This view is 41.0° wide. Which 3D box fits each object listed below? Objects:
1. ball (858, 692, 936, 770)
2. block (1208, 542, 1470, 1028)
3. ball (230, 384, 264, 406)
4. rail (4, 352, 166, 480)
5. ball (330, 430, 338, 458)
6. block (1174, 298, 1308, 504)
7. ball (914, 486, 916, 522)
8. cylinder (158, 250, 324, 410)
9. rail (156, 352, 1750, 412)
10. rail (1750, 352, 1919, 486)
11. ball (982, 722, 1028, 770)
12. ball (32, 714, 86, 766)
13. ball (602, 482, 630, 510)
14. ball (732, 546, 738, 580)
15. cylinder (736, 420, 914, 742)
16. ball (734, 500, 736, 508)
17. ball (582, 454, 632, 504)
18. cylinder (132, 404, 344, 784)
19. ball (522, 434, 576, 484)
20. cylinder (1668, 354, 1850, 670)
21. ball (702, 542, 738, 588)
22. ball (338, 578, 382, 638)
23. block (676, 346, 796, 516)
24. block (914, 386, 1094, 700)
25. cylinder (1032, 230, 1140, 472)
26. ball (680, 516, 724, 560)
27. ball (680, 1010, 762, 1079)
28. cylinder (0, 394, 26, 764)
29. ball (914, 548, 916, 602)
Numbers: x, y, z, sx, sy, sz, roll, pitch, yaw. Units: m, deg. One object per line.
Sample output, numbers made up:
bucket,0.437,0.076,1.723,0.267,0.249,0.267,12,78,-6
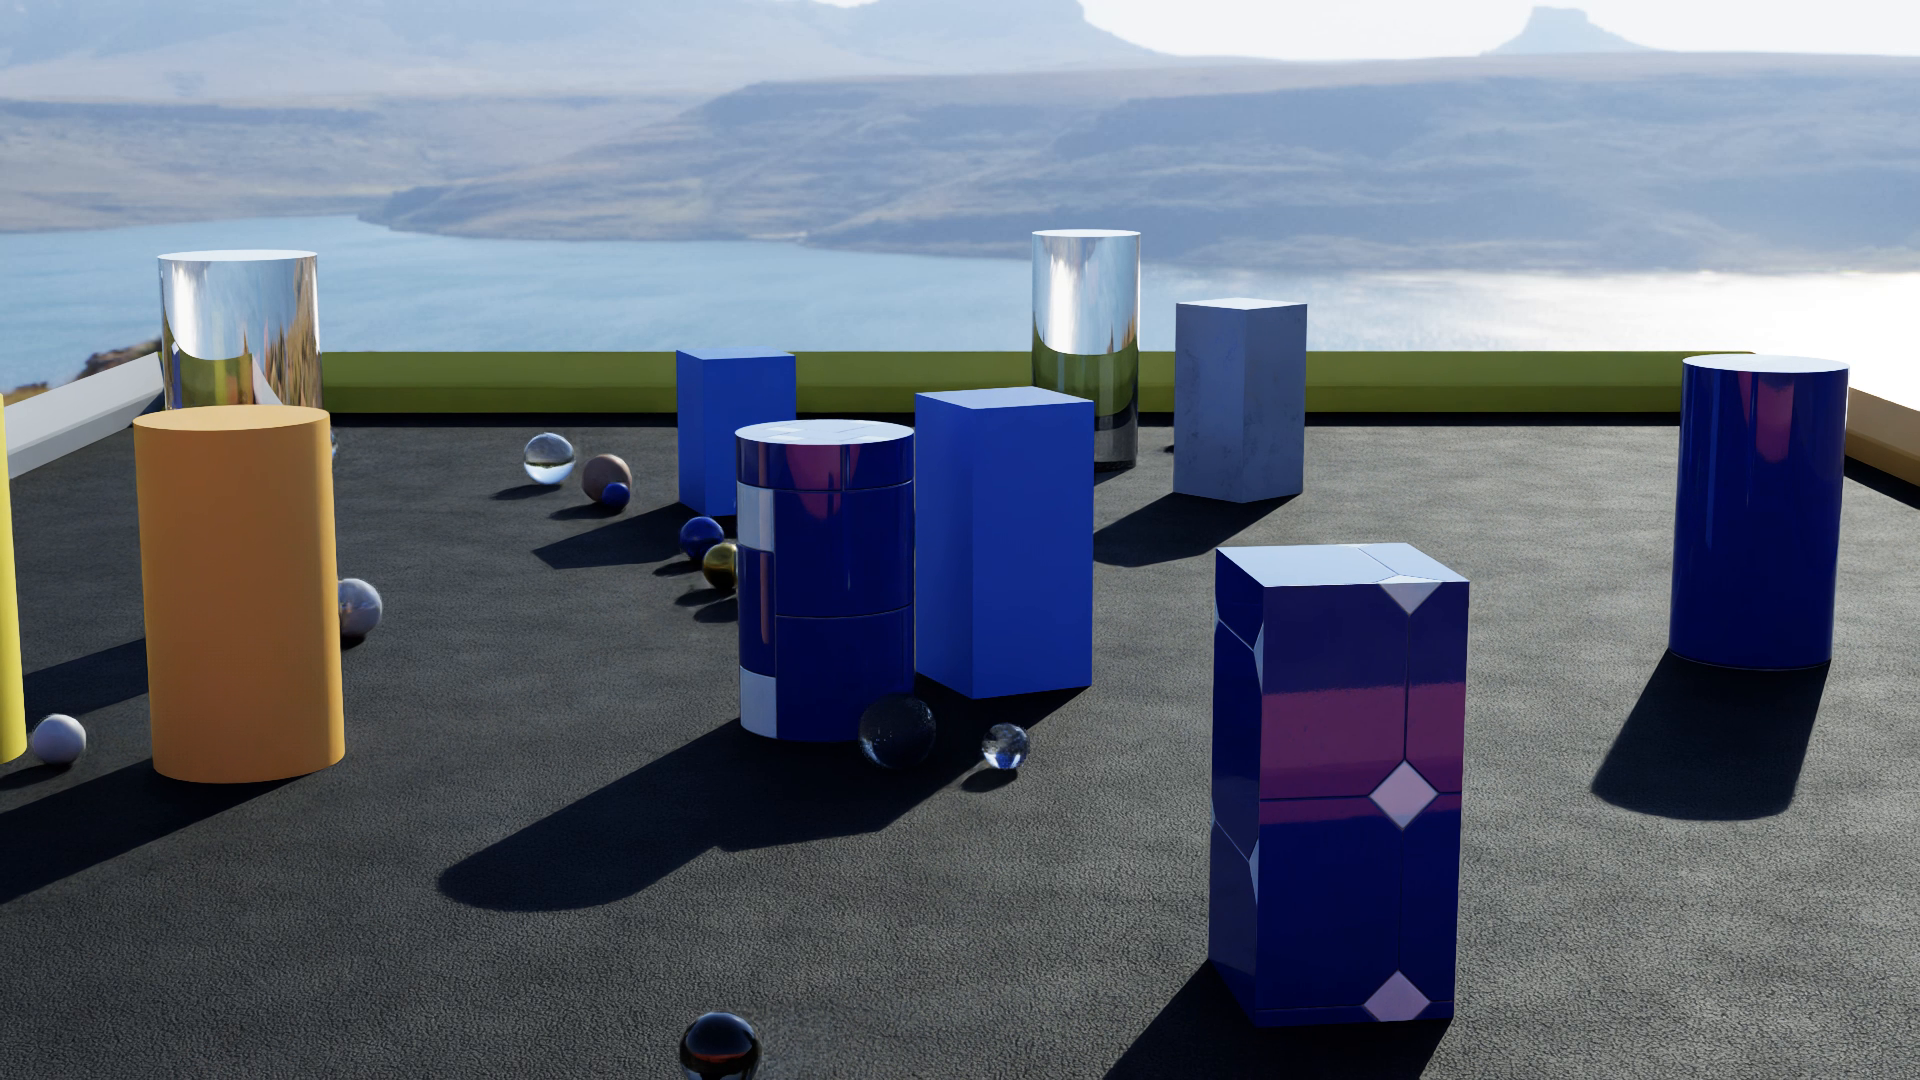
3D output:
ball,-0.065,0.200,2.684,0.081,0.081,0.081,0,10,0
block,0.294,0.188,2.022,0.158,0.345,0.158,-1,11,-7
ball,-1.491,-0.291,5.367,0.068,0.068,0.068,0,10,0
rail,-1.663,0.035,3.439,0.045,0.128,4.047,0,10,0
ball,-1.184,-0.175,4.721,0.075,0.075,0.075,0,10,0
block,0.479,-0.243,4.398,0.158,0.326,0.158,-9,14,-41
ball,-0.045,-0.056,4.075,0.077,0.077,0.077,0,10,0
cylinder,-0.921,-0.124,3.317,0.197,0.487,0.197,0,10,0
rail,-0.012,-0.331,5.415,3.373,0.128,0.045,0,10,0
rail,1.663,0.031,3.458,0.045,0.128,4.047,0,10,0
ball,0.048,0.216,2.685,0.049,0.049,0.049,0,10,0
ball,-0.947,0.211,2.699,0.054,0.054,0.054,0,10,0
ball,-0.569,-0.072,4.245,0.047,0.047,0.047,0,10,0
ball,-0.267,0.031,3.554,0.095,0.095,0.095,0,10,0
cylinder,-0.149,0.042,2.860,0.197,0.328,0.197,0,10,0
ball,-0.326,-0.059,4.108,0.070,0.070,0.070,0,10,0
ball,-0.593,-0.102,4.303,0.084,0.084,0.084,0,10,0
cylinder,-0.756,0.052,2.698,0.197,0.366,0.197,0,10,0
ball,-0.721,-0.142,4.502,0.091,0.091,0.091,0,10,0
cylinder,0.991,-0.038,3.188,0.197,0.365,0.197,0,10,0
ball,-0.331,0.036,3.609,0.065,0.065,0.065,0,10,0
ball,-0.783,0.088,3.301,0.077,0.077,0.077,0,10,0
block,-0.372,-0.183,4.266,0.158,0.258,0.158,-4,11,-21
block,0.051,-0.001,3.055,0.158,0.340,0.158,-5,12,-25
cylinder,0.229,-0.349,4.699,0.197,0.425,0.197,0,10,0
ball,-0.384,-0.002,3.814,0.066,0.066,0.066,0,10,0
ball,-0.172,0.367,1.840,0.059,0.059,0.059,0,10,0
cylinder,-1.102,0.042,2.709,0.197,0.383,0.197,0,10,0
ball,-0.049,0.049,3.508,0.078,0.078,0.078,0,10,0
